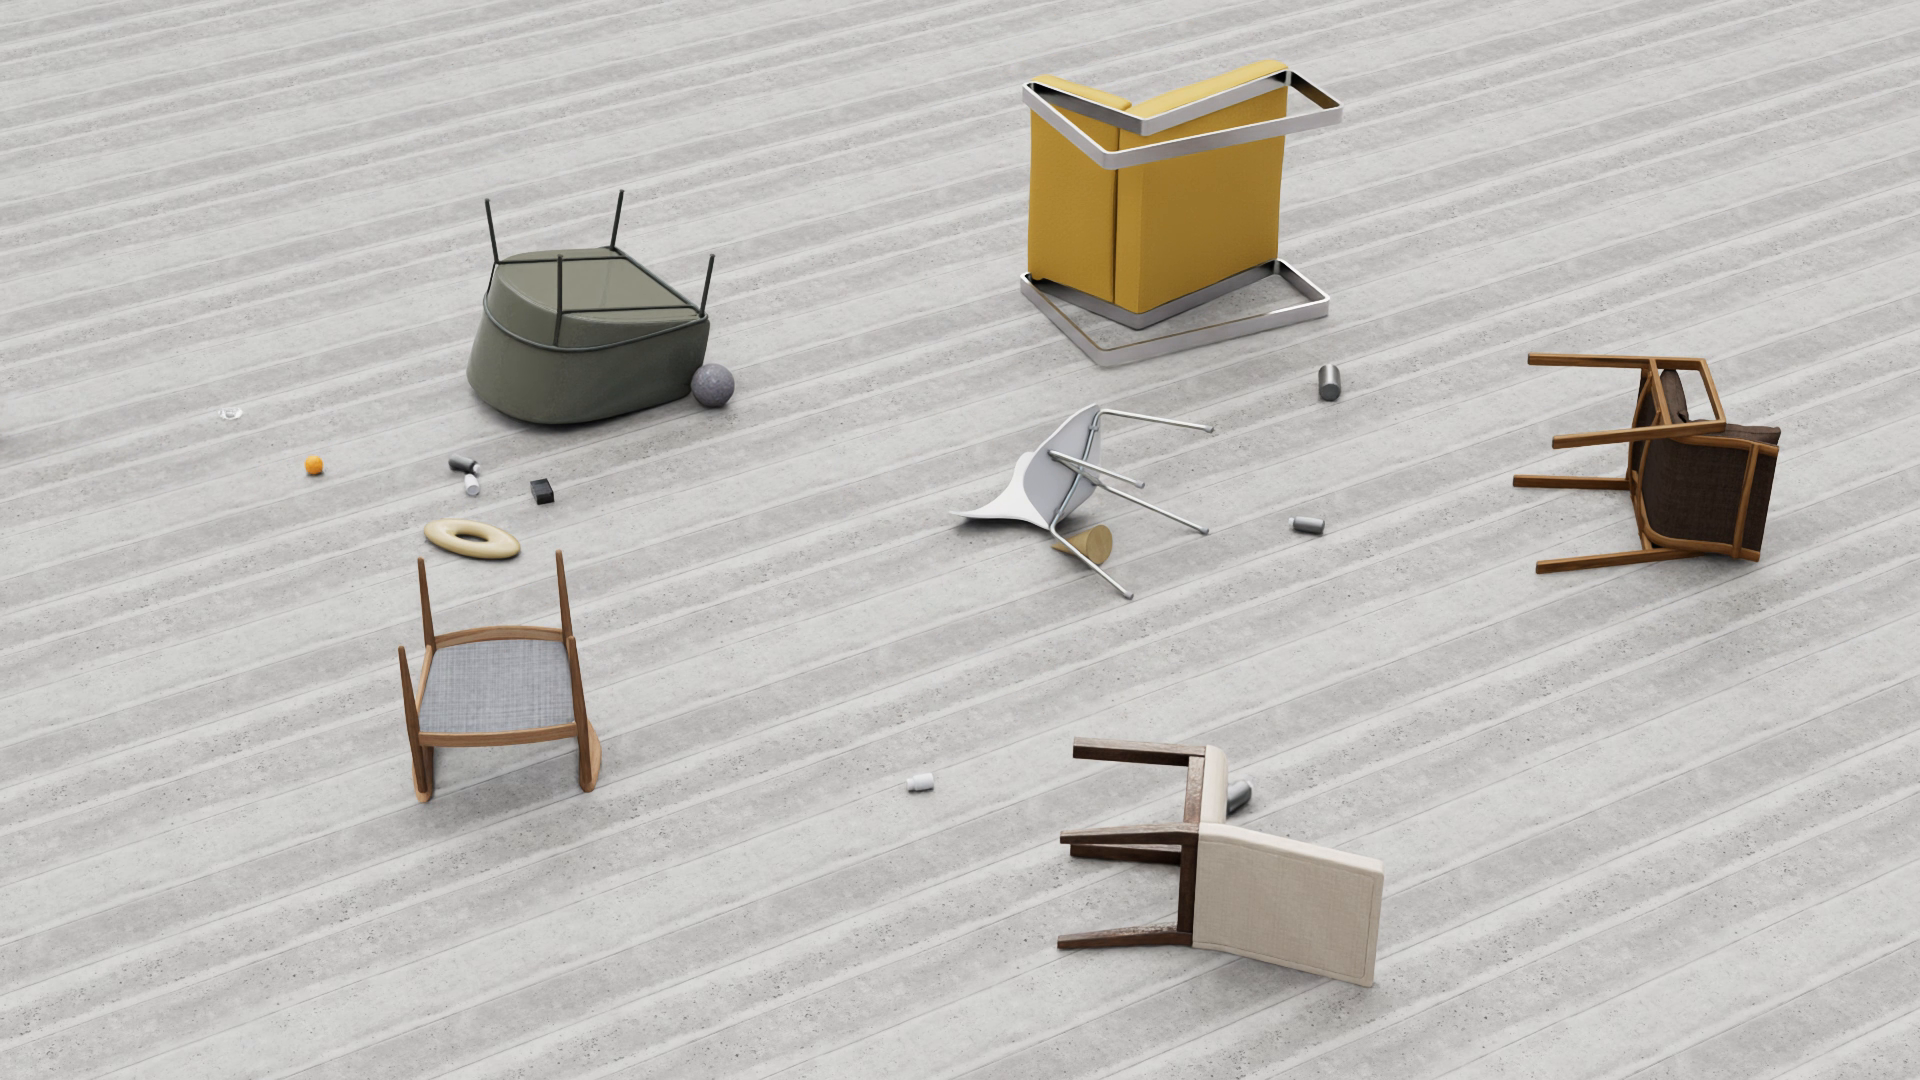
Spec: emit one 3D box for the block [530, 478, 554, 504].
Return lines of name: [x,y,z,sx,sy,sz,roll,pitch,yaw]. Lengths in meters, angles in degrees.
block: [-1.594,-0.184,11.183,0.066,0.045,0.105,-12,35,-17]

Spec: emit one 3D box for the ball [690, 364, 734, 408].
ball: [-0.988,-0.619,11.725,0.175,0.175,0.175,0,33,0]

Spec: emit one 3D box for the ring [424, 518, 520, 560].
ring: [-1.816,-0.005,10.905,0.412,0.053,0.193,14,35,21]

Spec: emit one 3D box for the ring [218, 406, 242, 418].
ring: [-2.910,-0.508,11.694,0.096,0.024,0.071,3,34,7]

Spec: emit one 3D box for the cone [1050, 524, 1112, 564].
cone: [0.423,0.020,10.851,0.215,0.140,0.204,-3,12,31]
